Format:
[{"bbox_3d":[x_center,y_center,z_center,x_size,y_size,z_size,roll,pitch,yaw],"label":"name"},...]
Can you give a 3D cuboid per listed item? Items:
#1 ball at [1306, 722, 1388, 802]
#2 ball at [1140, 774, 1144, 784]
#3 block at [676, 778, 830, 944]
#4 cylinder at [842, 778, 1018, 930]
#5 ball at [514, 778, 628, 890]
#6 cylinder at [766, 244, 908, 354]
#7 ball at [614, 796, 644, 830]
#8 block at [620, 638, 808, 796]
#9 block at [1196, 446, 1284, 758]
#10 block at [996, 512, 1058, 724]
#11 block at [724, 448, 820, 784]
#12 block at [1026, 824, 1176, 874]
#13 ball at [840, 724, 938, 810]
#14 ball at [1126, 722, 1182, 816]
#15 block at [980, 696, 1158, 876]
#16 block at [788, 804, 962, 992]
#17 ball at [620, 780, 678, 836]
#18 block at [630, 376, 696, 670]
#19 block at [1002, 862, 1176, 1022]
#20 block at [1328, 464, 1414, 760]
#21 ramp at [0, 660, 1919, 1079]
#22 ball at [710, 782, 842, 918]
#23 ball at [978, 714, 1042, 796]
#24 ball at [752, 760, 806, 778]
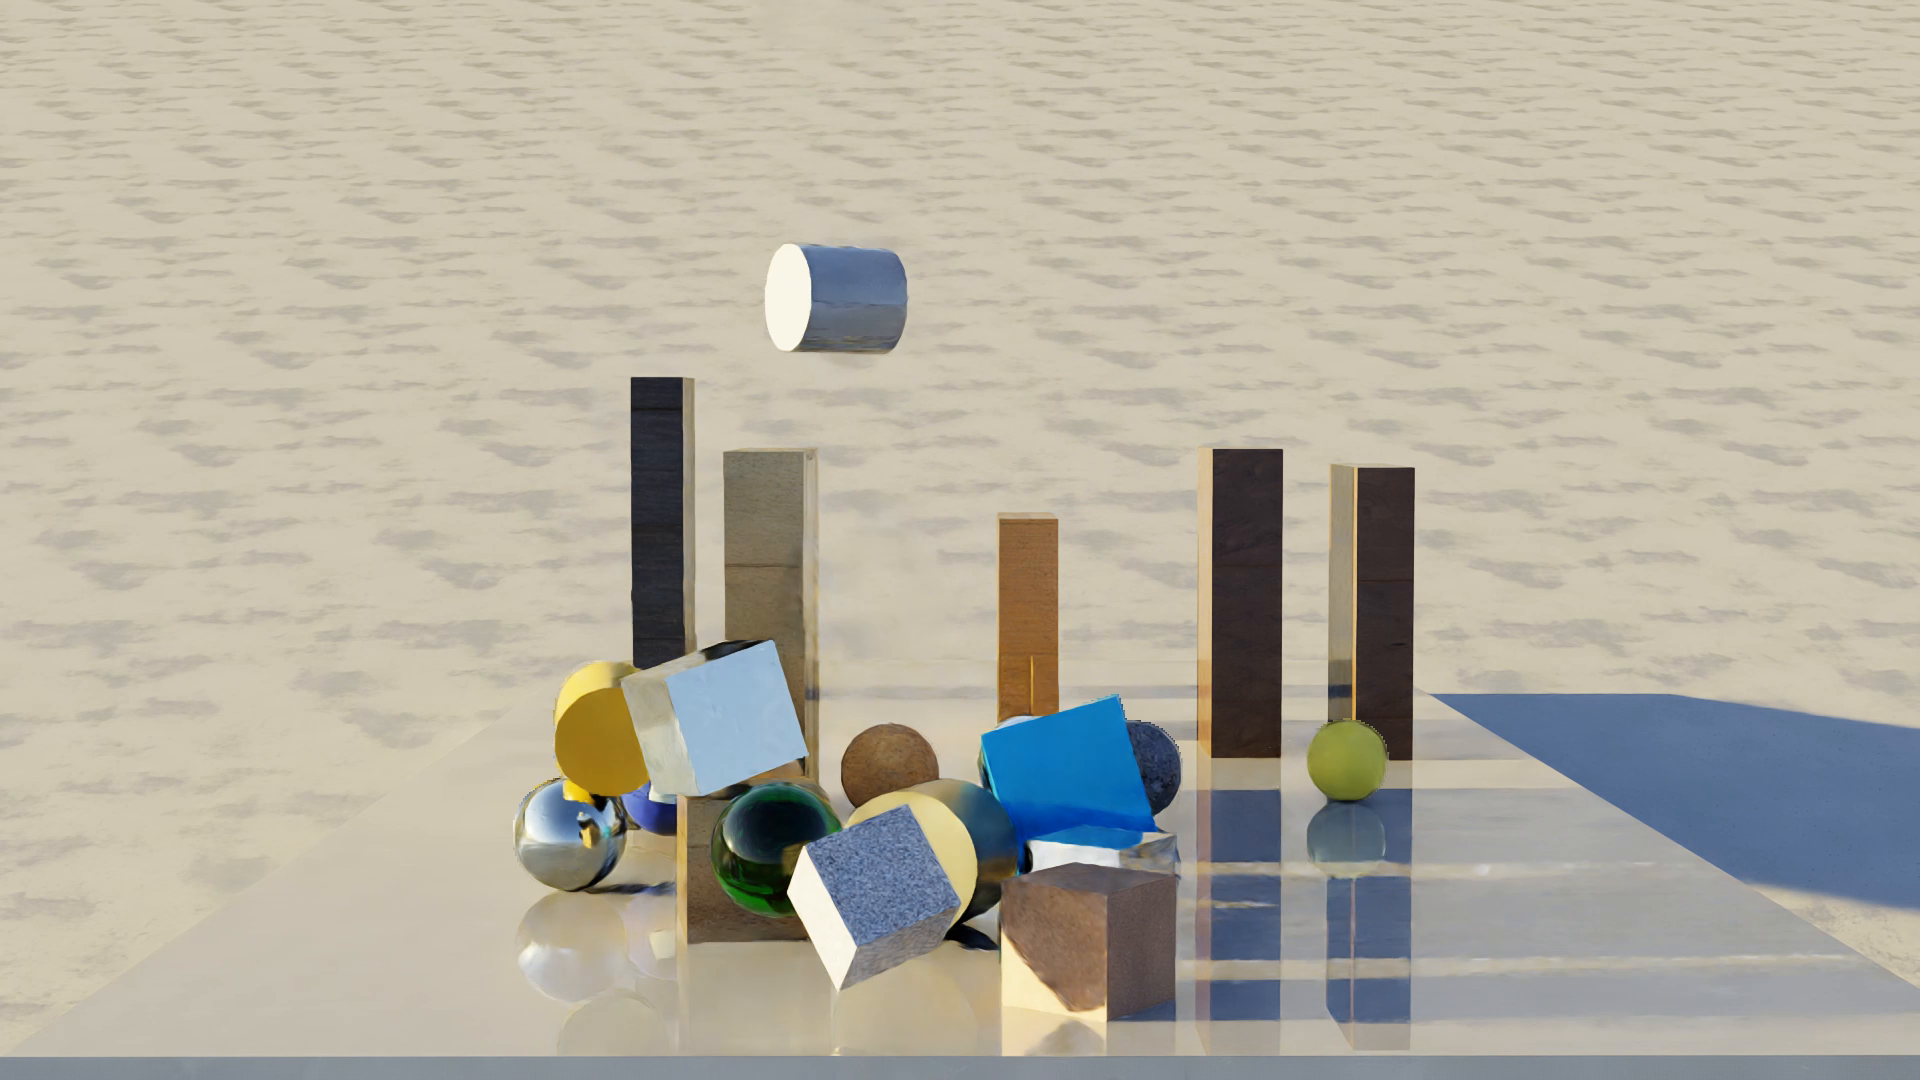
[{"bbox_3d":[0.629,0.359,4.182,0.130,0.130,0.130,0,22,0],"label":"ball"},{"bbox_3d":[0.186,0.361,3.650,0.153,0.153,0.153,0,22,0],"label":"ball"},{"bbox_3d":[-0.256,0.391,3.161,0.171,0.171,0.171,-1,3,-10],"label":"block"},{"bbox_3d":[-0.038,0.385,3.113,0.178,0.178,0.178,7,2,17],"label":"cylinder"},{"bbox_3d":[-0.515,0.390,3.406,0.148,0.148,0.148,0,22,0],"label":"ball"},{"bbox_3d":[-0.137,-0.267,2.850,0.118,0.118,0.118,0,19,-29],"label":"cylinder"},{"bbox_3d":[-0.485,0.332,3.814,0.195,0.195,0.195,0,22,0],"label":"ball"},{"bbox_3d":[-0.300,0.215,3.126,0.147,0.147,0.147,-19,6,-28],"label":"block"},{"bbox_3d":[0.522,0.109,4.819,0.128,0.565,0.279,0,3,0],"label":"block"},{"bbox_3d":[0.131,0.165,5.079,0.113,0.428,0.312,0,3,0],"label":"block"},{"bbox_3d":[-0.292,0.145,4.044,0.118,0.574,0.424,0,3,0],"label":"block"},{"bbox_3d":[0.168,0.417,3.053,0.129,0.129,0.129,2,4,34],"label":"block"},{"bbox_3d":[-0.106,0.351,3.884,0.149,0.149,0.149,0,22,0],"label":"ball"},{"bbox_3d":[0.268,0.359,3.987,0.151,0.151,0.151,0,22,0],"label":"ball"},{"bbox_3d":[0.140,0.330,3.347,0.181,0.181,0.181,-15,-14,-2],"label":"block"},{"bbox_3d":[-0.091,0.373,2.682,0.122,0.122,0.122,-20,66,-23],"label":"block"},{"bbox_3d":[-0.411,0.349,3.645,0.142,0.142,0.142,0,22,0],"label":"ball"},{"bbox_3d":[-0.659,-0.008,5.732,0.114,0.707,0.258,0,3,0],"label":"block"},{"bbox_3d":[0.139,0.429,2.763,0.134,0.134,0.134,2,4,37],"label":"block"},{"bbox_3d":[0.768,0.126,4.821,0.104,0.531,0.347,0,3,0],"label":"block"},{"bbox_3d":[0.050,0.457,4.533,2.000,0.100,4.000,0,3,0],"label":"ramp"},{"bbox_3d":[-0.200,0.340,2.823,0.149,0.149,0.149,0,22,0],"label":"ball"},{"bbox_3d":[0.106,0.353,4.049,0.156,0.156,0.156,0,22,0],"label":"ball"},{"bbox_3d":[-0.300,0.369,3.761,0.155,0.155,0.155,0,22,0],"label":"ball"}]
